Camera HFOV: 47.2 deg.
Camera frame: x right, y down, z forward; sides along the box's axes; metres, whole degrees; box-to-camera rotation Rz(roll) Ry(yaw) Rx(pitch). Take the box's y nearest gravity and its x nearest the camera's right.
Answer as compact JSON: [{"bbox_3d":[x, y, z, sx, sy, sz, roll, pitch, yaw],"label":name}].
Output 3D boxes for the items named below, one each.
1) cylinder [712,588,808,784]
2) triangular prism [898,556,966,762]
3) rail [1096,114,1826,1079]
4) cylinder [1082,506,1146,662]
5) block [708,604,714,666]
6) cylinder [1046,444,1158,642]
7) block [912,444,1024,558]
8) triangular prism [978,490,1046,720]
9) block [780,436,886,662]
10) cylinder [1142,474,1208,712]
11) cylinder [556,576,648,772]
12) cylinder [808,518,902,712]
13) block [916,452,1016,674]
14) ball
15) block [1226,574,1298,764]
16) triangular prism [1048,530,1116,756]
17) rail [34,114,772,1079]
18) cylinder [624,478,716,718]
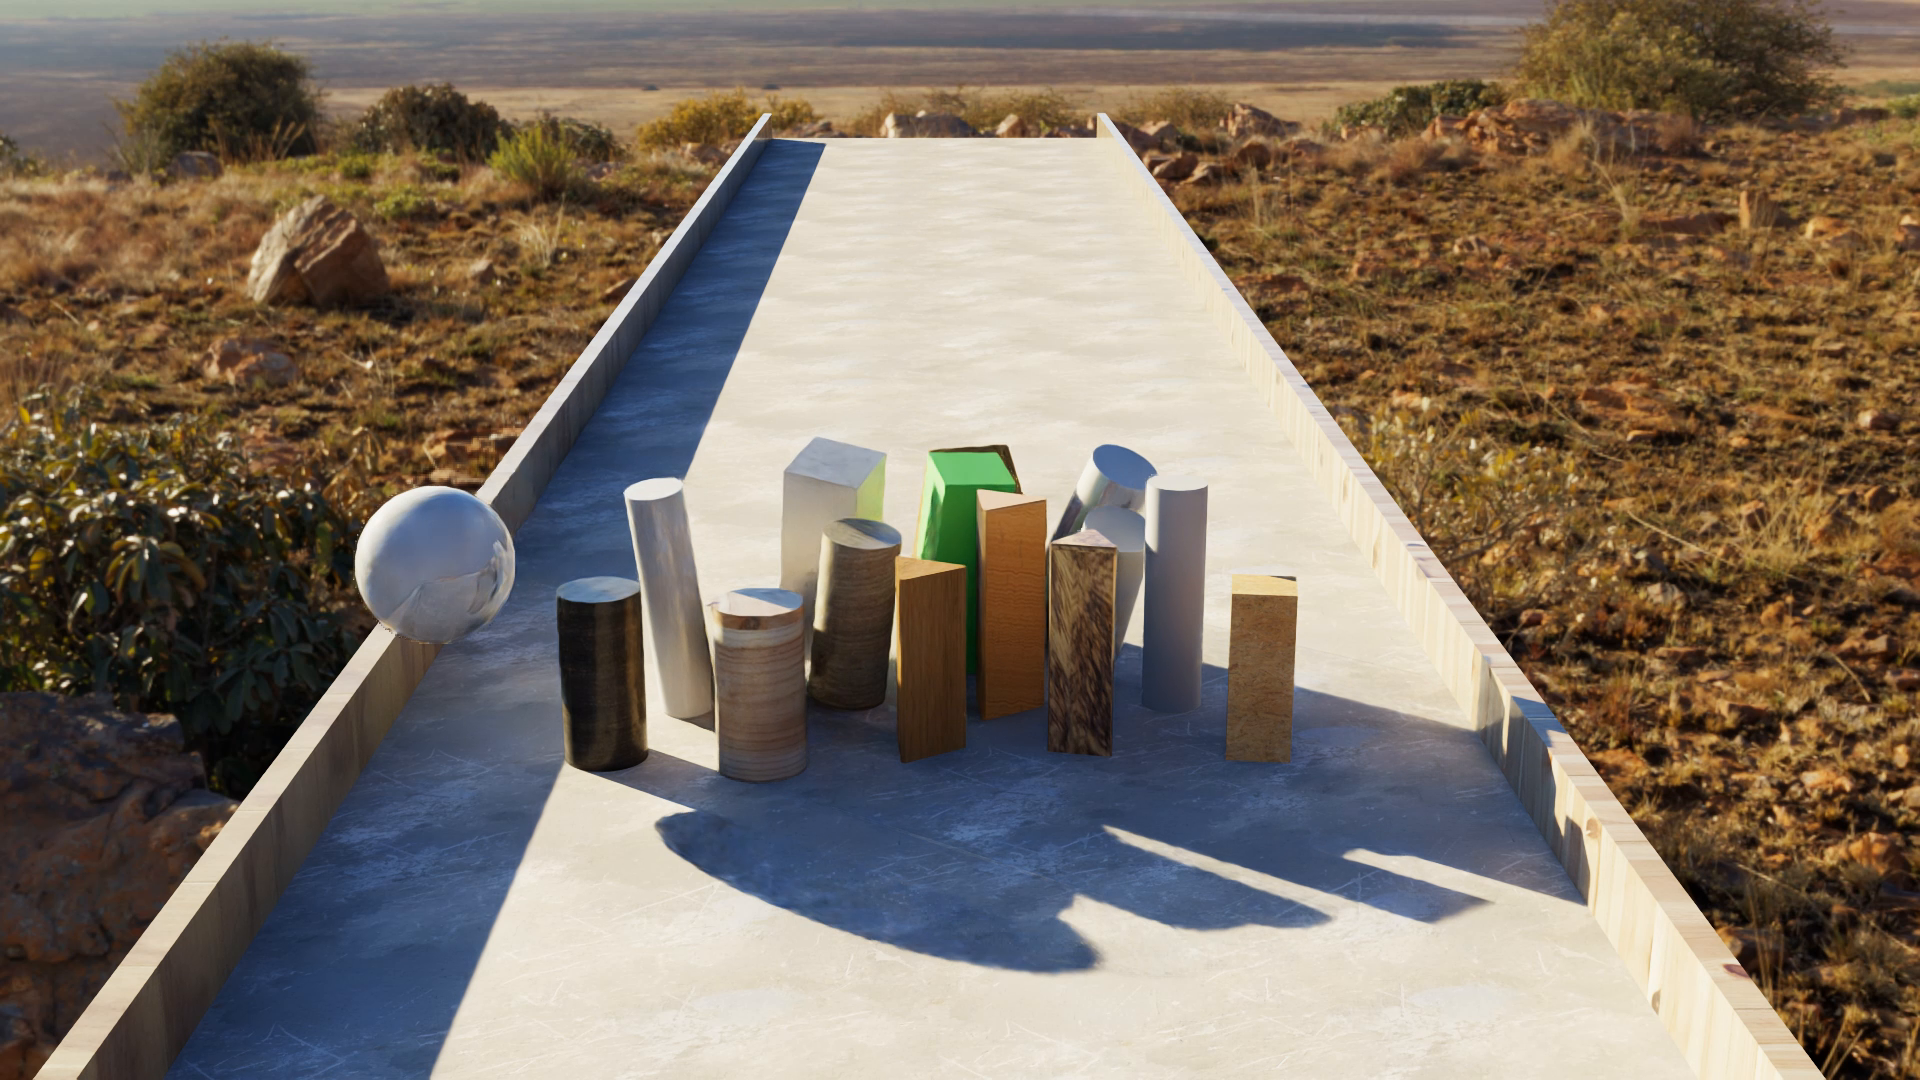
[{"bbox_3d":[-0.349,0.253,3.840,0.159,0.306,0.159,0,17,0],"label":"cylinder"},{"bbox_3d":[-0.078,0.207,3.933,0.136,0.341,0.118,-11,20,-33],"label":"triangular prism"},{"bbox_3d":[0.932,-0.844,7.801,0.050,0.150,12.000,0,17,-1],"label":"rail"},{"bbox_3d":[0.279,0.096,4.318,0.140,0.304,0.140,8,38,-7],"label":"cylinder"},{"bbox_3d":[-0.391,0.201,4.137,0.138,0.138,0.424,-3,3,-10],"label":"block"},{"bbox_3d":[0.253,0.012,4.429,0.142,0.413,0.142,17,35,-12],"label":"cylinder"},{"bbox_3d":[0.011,-0.002,4.513,0.163,0.381,0.163,-5,51,-13],"label":"block"},{"bbox_3d":[0.068,0.115,4.126,0.140,0.407,0.121,-11,20,-32],"label":"triangular prism"},{"bbox_3d":[-0.252,0.029,4.318,0.151,0.422,0.151,14,33,15],"label":"block"},{"bbox_3d":[0.402,0.101,4.126,0.113,0.433,0.113,0,17,0],"label":"cylinder"},{"bbox_3d":[-0.631,0.236,3.884,0.148,0.312,0.148,0,17,0],"label":"cylinder"},{"bbox_3d":[-0.199,0.141,4.141,0.148,0.331,0.148,6,22,-2],"label":"cylinder"},{"bbox_3d":[-0.001,0.048,4.285,0.138,0.418,0.138,-1,28,-16],"label":"block"},{"bbox_3d":[-0.933,0.043,3.914,0.279,0.279,0.279,0,17,0],"label":"ball"},{"bbox_3d":[0.536,0.228,3.913,0.114,0.312,0.114,2,17,7],"label":"block"},{"bbox_3d":[0.225,0.182,3.931,0.116,0.391,0.100,4,17,12],"label":"triangular prism"},{"bbox_3d":[-1.118,-0.838,7.780,0.050,0.150,12.000,0,17,-1],"label":"rail"},{"bbox_3d":[-0.532,0.109,4.067,0.107,0.440,0.107,-6,23,2],"label":"cylinder"}]
